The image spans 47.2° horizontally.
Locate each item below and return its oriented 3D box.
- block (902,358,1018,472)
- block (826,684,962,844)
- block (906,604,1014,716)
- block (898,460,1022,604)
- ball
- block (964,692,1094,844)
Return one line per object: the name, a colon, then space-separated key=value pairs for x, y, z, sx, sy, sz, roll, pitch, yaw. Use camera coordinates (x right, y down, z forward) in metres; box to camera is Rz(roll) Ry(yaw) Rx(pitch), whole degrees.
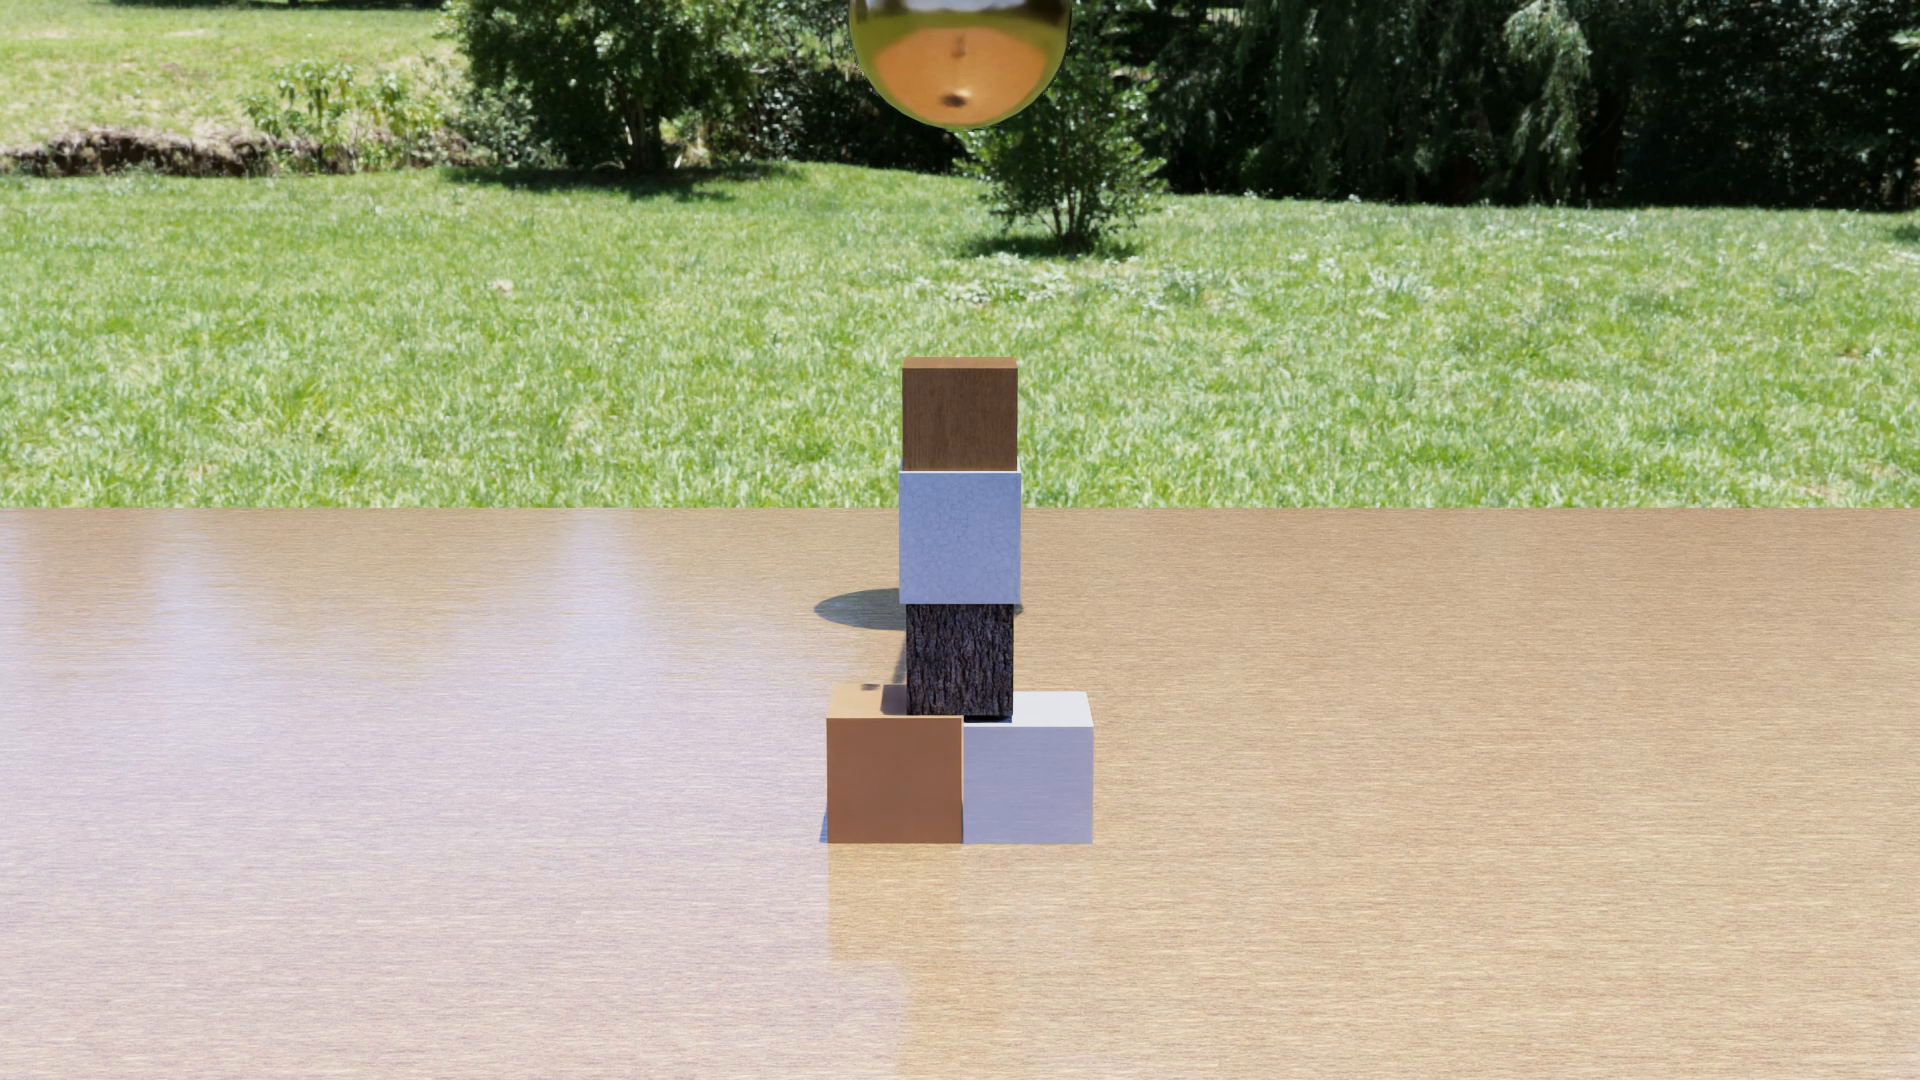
block: x=0.000 y=-0.639 z=11.080 sx=0.566 sy=0.511 sz=0.561 roll=0 pitch=10 yaw=0
block: x=-0.331 y=1.150 z=11.409 sx=0.677 sy=0.655 sz=0.704 roll=0 pitch=10 yaw=0
block: x=0.000 y=0.551 z=11.261 sx=0.536 sy=0.577 sz=0.523 roll=0 pitch=10 yaw=0
block: x=0.000 y=-0.059 z=11.162 sx=0.603 sy=0.659 sz=0.597 roll=0 pitch=10 yaw=0
ball: x=0.000 y=-3.747 z=15.738 sx=1.600 sy=1.600 sz=1.600 roll=0 pitch=10 yaw=0
block: x=0.344 y=1.172 z=11.402 sx=0.652 sy=0.615 sz=0.706 roll=0 pitch=10 yaw=0
